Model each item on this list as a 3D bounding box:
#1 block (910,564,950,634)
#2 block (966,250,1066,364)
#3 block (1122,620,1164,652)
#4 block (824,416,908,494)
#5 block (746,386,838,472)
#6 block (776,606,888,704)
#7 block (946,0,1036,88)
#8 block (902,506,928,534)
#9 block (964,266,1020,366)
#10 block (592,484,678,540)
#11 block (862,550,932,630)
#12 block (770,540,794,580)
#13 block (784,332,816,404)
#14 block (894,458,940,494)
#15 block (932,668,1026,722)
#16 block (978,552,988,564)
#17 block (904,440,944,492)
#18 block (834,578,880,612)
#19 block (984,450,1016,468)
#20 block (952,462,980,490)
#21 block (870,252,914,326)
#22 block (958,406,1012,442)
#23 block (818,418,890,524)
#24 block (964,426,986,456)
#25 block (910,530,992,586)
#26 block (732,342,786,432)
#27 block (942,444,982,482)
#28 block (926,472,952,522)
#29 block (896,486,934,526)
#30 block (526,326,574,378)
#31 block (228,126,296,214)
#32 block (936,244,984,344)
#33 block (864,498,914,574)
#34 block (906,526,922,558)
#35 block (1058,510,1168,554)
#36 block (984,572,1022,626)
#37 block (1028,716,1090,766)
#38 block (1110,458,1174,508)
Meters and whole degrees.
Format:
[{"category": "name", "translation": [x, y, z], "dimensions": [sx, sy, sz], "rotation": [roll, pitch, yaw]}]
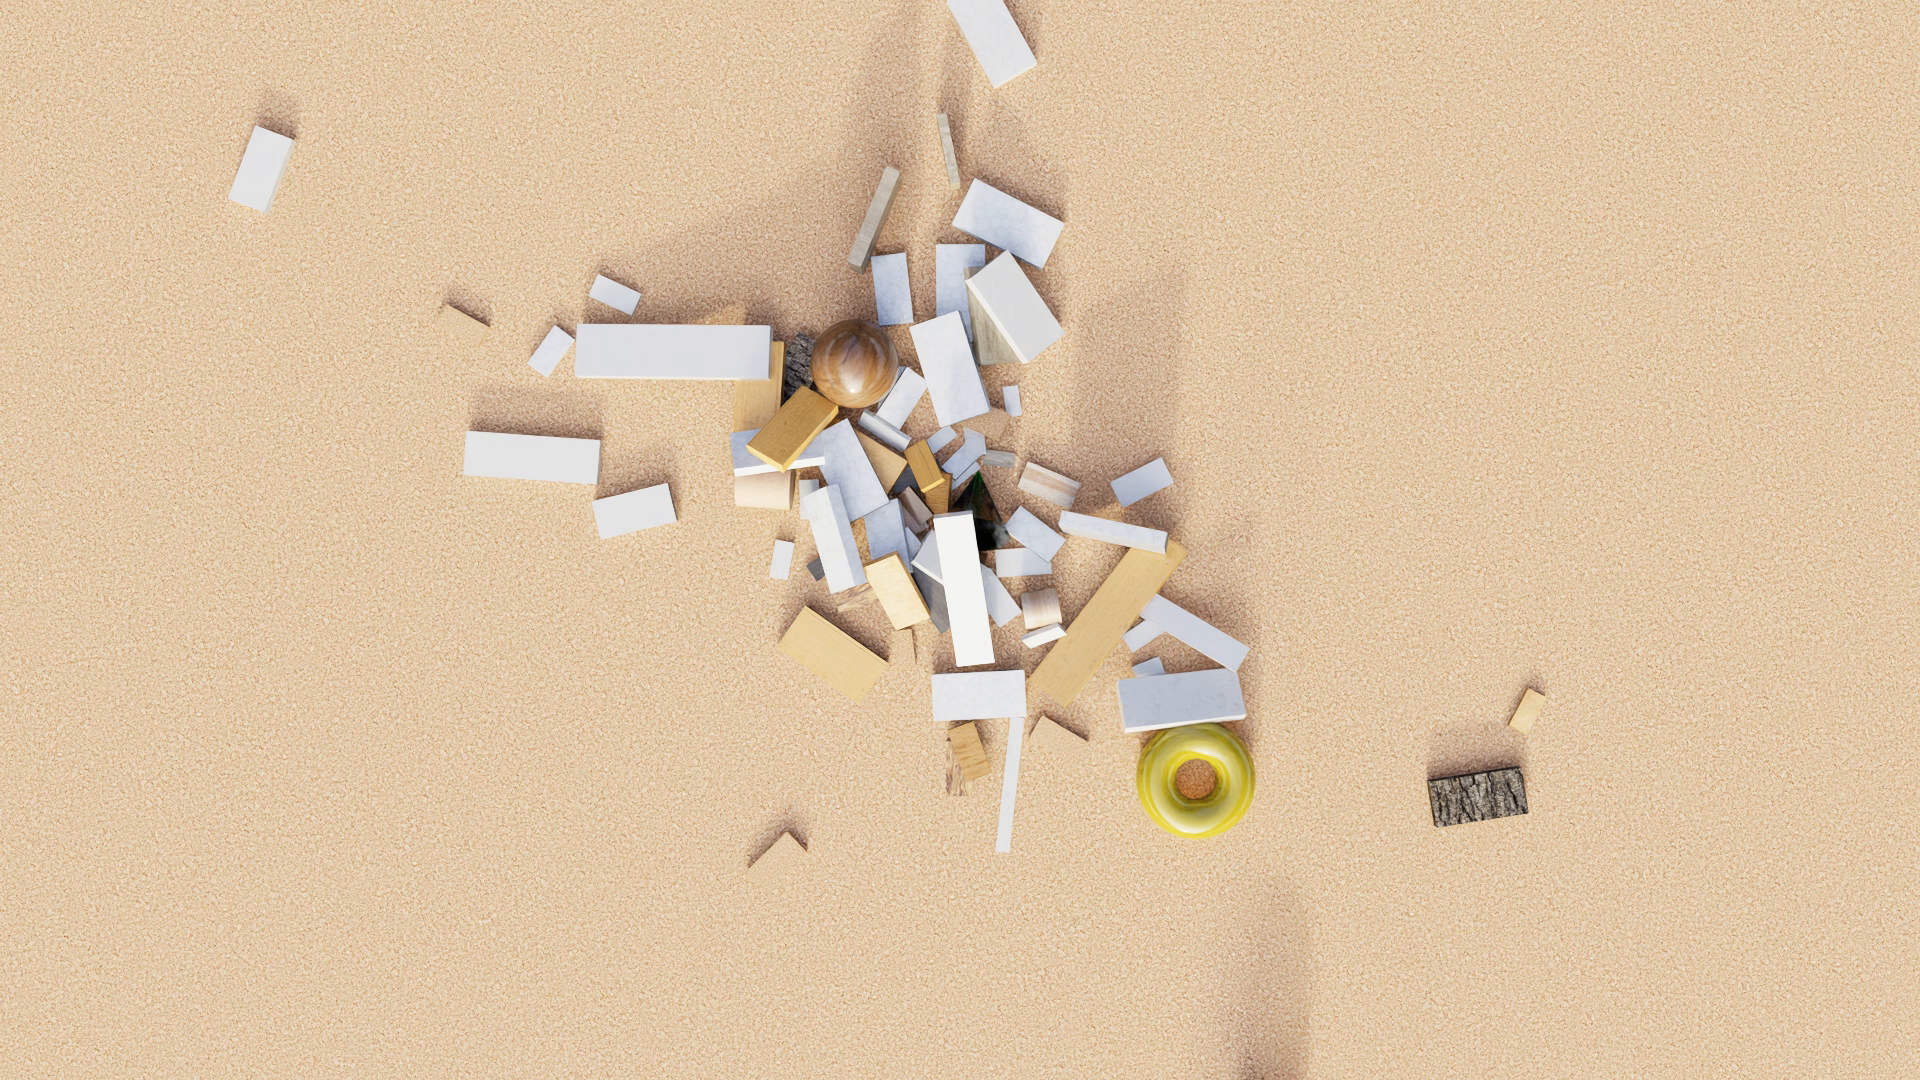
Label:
[{"category": "block", "translation": [-0.088, 0.175, 5.440], "dimensions": [0.124, 0.035, 0.248], "rotation": [-38, 95, 6]}, {"category": "block", "translation": [0.182, -0.765, 5.418], "dimensions": [0.167, 0.047, 0.334], "rotation": [-40, 103, -16]}, {"category": "block", "translation": [0.612, 0.309, 5.491], "dimensions": [0.134, 0.019, 0.067], "rotation": [-34, 90, 0]}, {"category": "block", "translation": [-0.383, -0.298, 5.465], "dimensions": [0.403, 0.044, 0.154], "rotation": [32, 90, 4]}, {"category": "block", "translation": [-0.541, -0.361, 5.337], "dimensions": [0.145, 0.041, 0.291], "rotation": [30, 63, 18]}, {"category": "block", "translation": [-0.422, 0.380, 5.476], "dimensions": [0.334, 0.047, 0.167], "rotation": [35, 90, 0]}, {"category": "block", "translation": [0.106, -1.683, 5.477], "dimensions": [0.161, 0.046, 0.322], "rotation": [-29, 90, 0]}, {"category": "block", "translation": [-0.160, -0.084, 5.491], "dimensions": [0.062, 0.018, 0.124], "rotation": [-27, 90, 0]}, {"category": "block", "translation": [0.115, -0.743, 5.442], "dimensions": [0.161, 0.046, 0.322], "rotation": [-9, 93, -21]}, {"category": "block", "translation": [-1.080, -0.095, 5.482], "dimensions": [0.258, 0.037, 0.129], "rotation": [-14, 90, 0]}, {"category": "block", "translation": [-0.206, 0.165, 5.384], "dimensions": [0.125, 0.035, 0.249], "rotation": [-21, 112, 16]}, {"category": "block", "translation": [-0.592, 0.066, 5.491], "dimensions": [0.063, 0.018, 0.125], "rotation": [10, 90, 0]}, {"category": "block", "translation": [-0.559, -0.531, 5.482], "dimensions": [0.129, 0.037, 0.299], "rotation": [33, 90, 0]}, {"category": "block", "translation": [-0.145, -0.213, 5.488], "dimensions": [0.165, 0.023, 0.082], "rotation": [-13, 90, 0]}, {"category": "block", "translation": [0.062, 0.513, 5.465], "dimensions": [0.307, 0.043, 0.153], "rotation": [-3, 90, 0]}, {"category": "block", "translation": [0.021, 0.055, 5.471], "dimensions": [0.131, 0.018, 0.065], "rotation": [17, 134, 0]}, {"category": "block", "translation": [-0.118, -0.245, 5.443], "dimensions": [0.082, 0.023, 0.165], "rotation": [-29, 62, 9]}, {"category": "block", "translation": [-0.322, 0.170, 5.487], "dimensions": [0.190, 0.027, 0.095], "rotation": [-15, 90, 0]}, {"category": "block", "translation": [0.132, -0.270, 5.493], "dimensions": [0.101, 0.014, 0.050], "rotation": [7, 90, 0]}, {"category": "block", "translation": [-0.001, -0.224, 5.478], "dimensions": [0.129, 0.018, 0.064], "rotation": [-39, 90, -12]}, {"category": "block", "translation": [-0.225, -0.831, 5.484], "dimensions": [0.115, 0.033, 0.230], "rotation": [-7, 90, 0]}, {"category": "block", "translation": [0.066, -0.407, 5.462], "dimensions": [0.186, 0.026, 0.093], "rotation": [23, 80, 11]}, {"category": "block", "translation": [-0.367, -0.226, 5.416], "dimensions": [0.154, 0.044, 0.309], "rotation": [-27, 86, 2]}, {"category": "block", "translation": [0.048, -0.344, 5.471], "dimensions": [0.064, 0.018, 0.129], "rotation": [-6, 71, 0]}, {"category": "block", "translation": [-0.027, 0.089, 5.411], "dimensions": [0.249, 0.035, 0.125], "rotation": [34, 70, -12]}, {"category": "block", "translation": [-0.661, -0.499, 5.442], "dimensions": [0.154, 0.044, 0.309], "rotation": [3, 86, 6]}, {"category": "block", "translation": [0.005, -0.262, 5.463], "dimensions": [0.064, 0.018, 0.129], "rotation": [42, 76, 13]}, {"category": "block", "translation": [-0.071, -0.143, 5.456], "dimensions": [0.082, 0.023, 0.165], "rotation": [9, 103, 24]}, {"category": "block", "translation": [-0.149, -0.114, 5.463], "dimensions": [0.062, 0.018, 0.124], "rotation": [-40, 90, 22]}, {"category": "block", "translation": [-1.360, -0.627, 5.489], "dimensions": [0.079, 0.022, 0.158], "rotation": [36, 90, 0]}, {"category": "block", "translation": [-2.319, -1.230, 5.482], "dimensions": [0.129, 0.037, 0.258], "rotation": [21, 90, 0]}, {"category": "block", "translation": [0.002, -0.817, 5.477], "dimensions": [0.161, 0.046, 0.322], "rotation": [0, 90, 0]}, {"category": "block", "translation": [-0.238, -0.001, 5.425], "dimensions": [0.124, 0.035, 0.247], "rotation": [-14, 77, 13]}, {"category": "block", "translation": [-0.142, 0.088, 5.466], "dimensions": [0.124, 0.035, 0.248], "rotation": [-39, 95, 6]}, {"category": "block", "translation": [0.504, -0.024, 5.381], "dimensions": [0.346, 0.173, 0.049], "rotation": [12, 84, 11]}, {"category": "block", "translation": [0.115, 0.191, 5.487], "dimensions": [0.091, 0.026, 0.182], "rotation": [-36, 90, 0]}, {"category": "block", "translation": [0.328, 0.667, 5.487], "dimensions": [0.182, 0.026, 0.091], "rotation": [30, 90, 0]}, {"category": "block", "translation": [0.604, -0.191, 5.486], "dimensions": [0.190, 0.027, 0.095], "rotation": [-26, 90, 0]}]
